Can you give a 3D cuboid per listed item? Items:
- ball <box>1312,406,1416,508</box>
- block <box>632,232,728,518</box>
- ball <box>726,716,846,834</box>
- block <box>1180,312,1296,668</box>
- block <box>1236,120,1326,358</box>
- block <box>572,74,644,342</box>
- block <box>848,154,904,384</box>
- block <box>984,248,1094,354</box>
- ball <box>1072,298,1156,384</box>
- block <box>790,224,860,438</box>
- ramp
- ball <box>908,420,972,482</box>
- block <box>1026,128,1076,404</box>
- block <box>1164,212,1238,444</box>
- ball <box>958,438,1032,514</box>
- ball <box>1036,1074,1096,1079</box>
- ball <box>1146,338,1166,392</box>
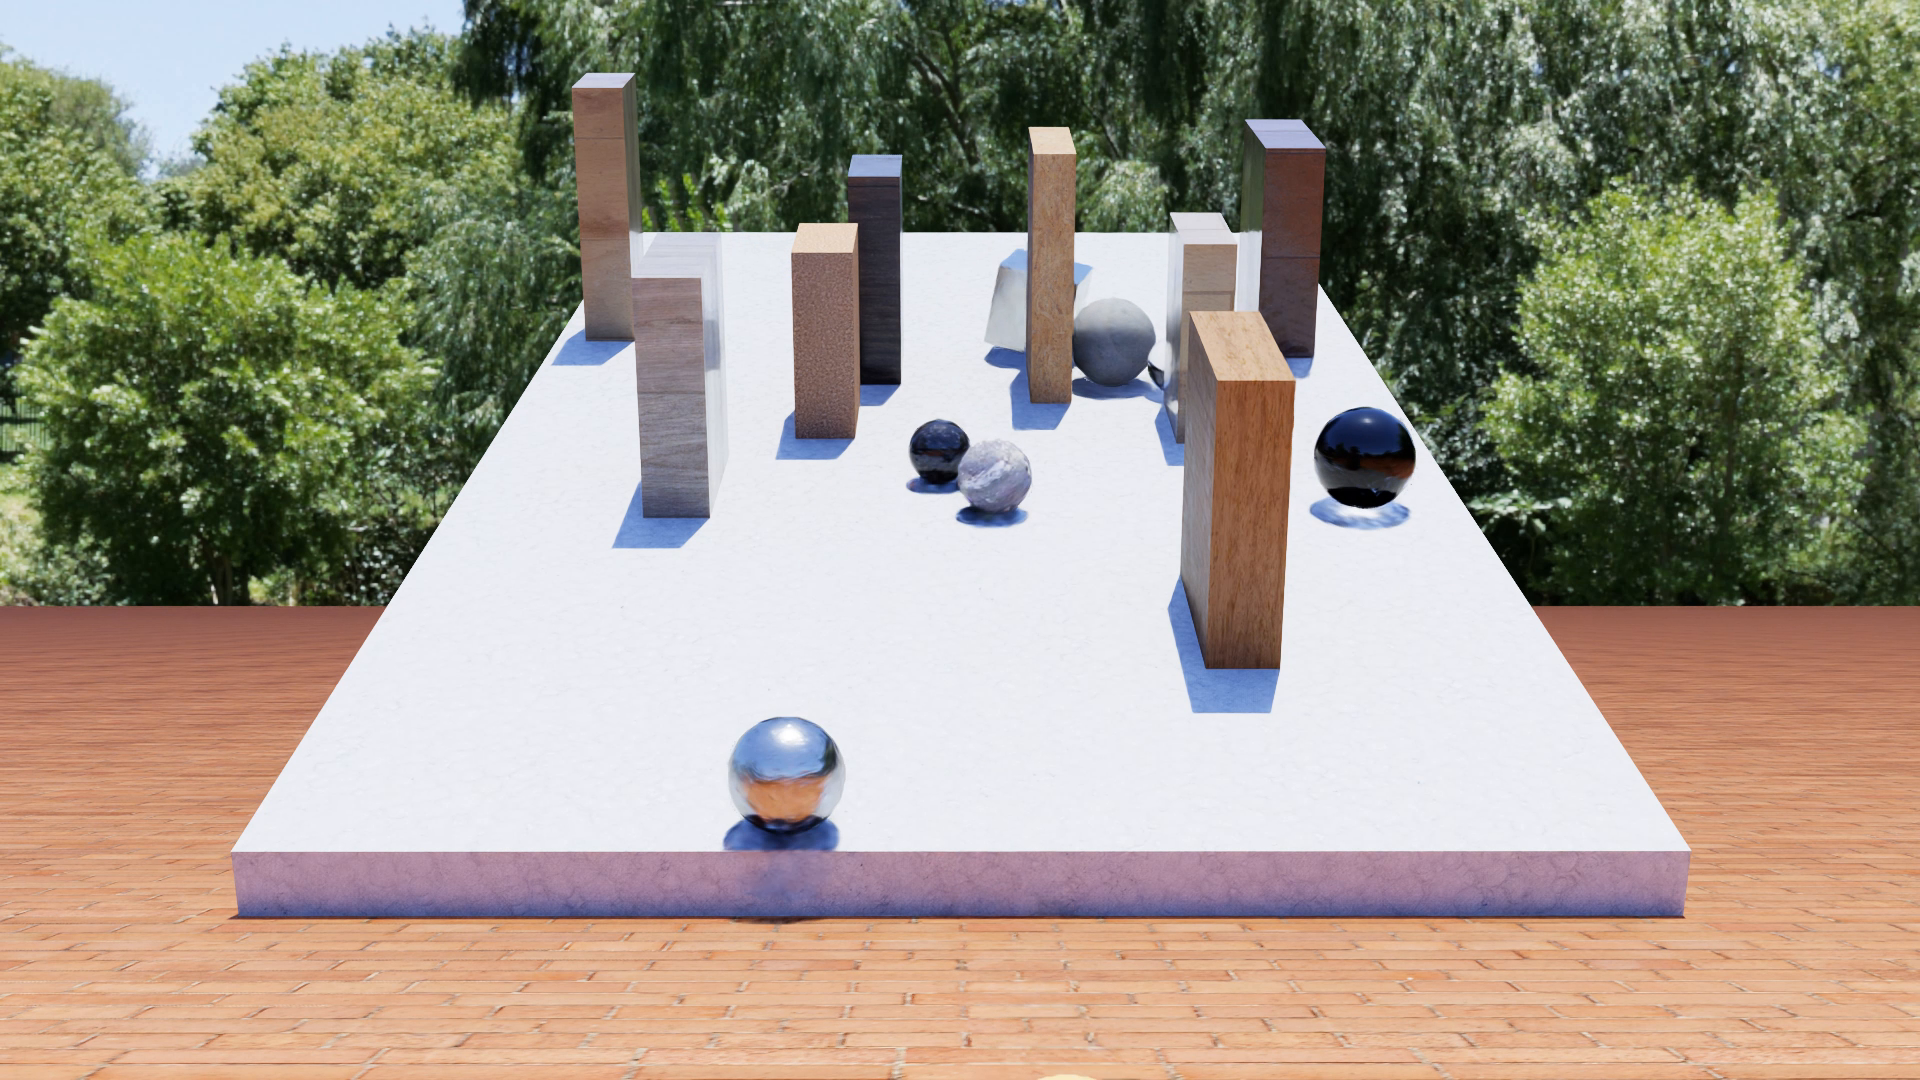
[{"bbox_3d":[0.793,-0.161,4.438,0.200,0.200,0.200,0,-2,0],"label":"ball"},{"bbox_3d":[-0.551,-0.333,4.501,0.130,0.477,0.395,0,20,0],"label":"block"},{"bbox_3d":[-0.241,0.326,3.136,0.164,0.164,0.164,0,-2,0],"label":"ball"},{"bbox_3d":[0.462,-0.094,3.825,0.122,0.489,0.442,0,20,0],"label":"block"},{"bbox_3d":[0.791,-0.753,5.618,0.142,0.512,0.408,0,20,0],"label":"block"},{"bbox_3d":[-0.873,-0.832,5.659,0.122,0.628,0.241,0,20,0],"label":"block"},{"bbox_3d":[-0.196,-0.638,5.331,0.118,0.489,0.272,0,20,0],"label":"block"},{"bbox_3d":[0.194,-0.577,5.542,0.197,0.197,0.197,15,22,9],"label":"block"},{"bbox_3d":[0.354,-0.463,5.267,0.202,0.202,0.202,0,-2,0],"label":"ball"},{"bbox_3d":[-0.291,-0.460,4.954,0.129,0.409,0.293,0,20,0],"label":"block"},{"bbox_3d":[-0.005,-0.205,4.999,2.000,0.100,4.000,0,20,0],"label":"ramp"},{"bbox_3d":[-0.041,-0.181,4.593,0.129,0.129,0.129,0,-2,0],"label":"ball"},{"bbox_3d":[0.207,-0.636,5.211,0.093,0.568,0.349,0,20,0],"label":"block"},{"bbox_3d":[0.521,-0.465,4.934,0.112,0.434,0.320,0,20,0],"label":"block"},{"bbox_3d":[0.068,-0.125,4.412,0.146,0.146,0.146,0,-2,0],"label":"ball"},{"bbox_3d":[0.069,0.410,1.453,0.131,0.131,0.131,0,-2,0],"label":"ball"},{"bbox_3d":[0.498,-0.403,5.200,0.137,0.137,0.137,0,-2,0],"label":"ball"}]
